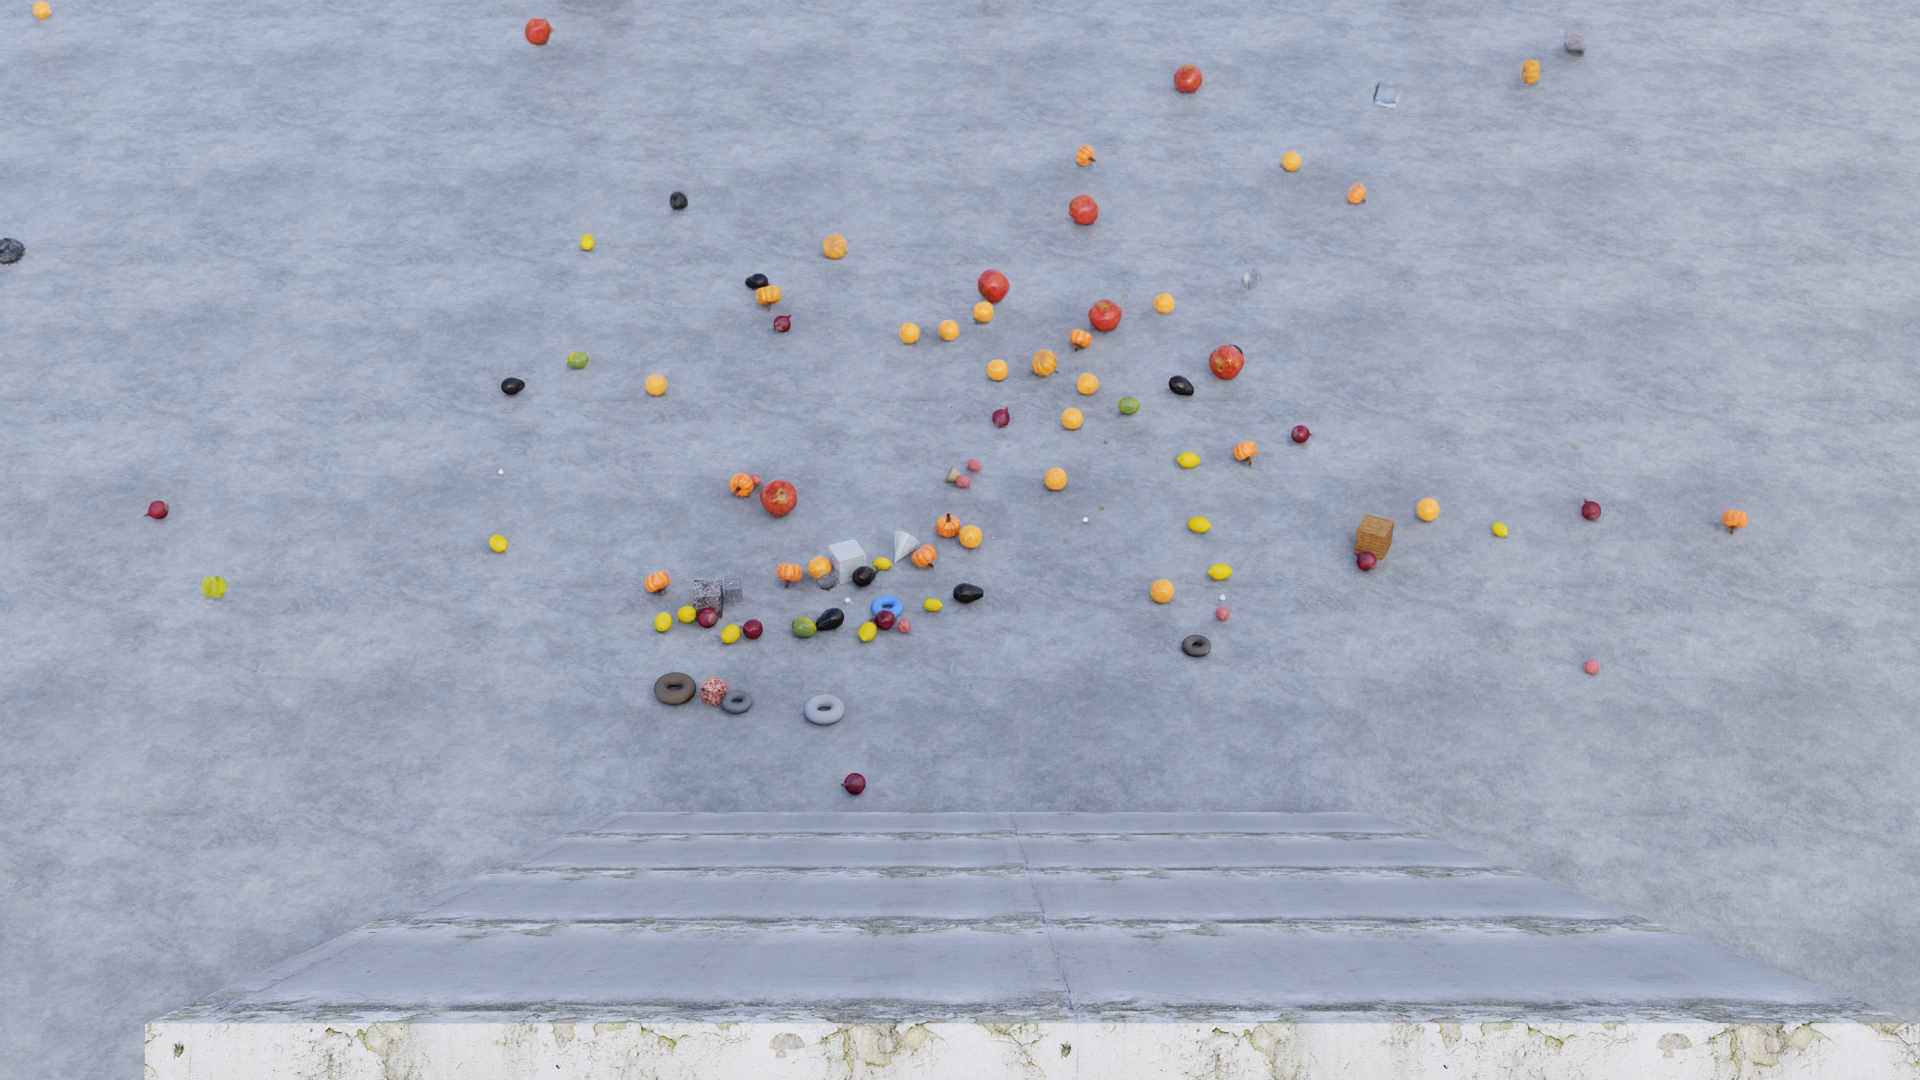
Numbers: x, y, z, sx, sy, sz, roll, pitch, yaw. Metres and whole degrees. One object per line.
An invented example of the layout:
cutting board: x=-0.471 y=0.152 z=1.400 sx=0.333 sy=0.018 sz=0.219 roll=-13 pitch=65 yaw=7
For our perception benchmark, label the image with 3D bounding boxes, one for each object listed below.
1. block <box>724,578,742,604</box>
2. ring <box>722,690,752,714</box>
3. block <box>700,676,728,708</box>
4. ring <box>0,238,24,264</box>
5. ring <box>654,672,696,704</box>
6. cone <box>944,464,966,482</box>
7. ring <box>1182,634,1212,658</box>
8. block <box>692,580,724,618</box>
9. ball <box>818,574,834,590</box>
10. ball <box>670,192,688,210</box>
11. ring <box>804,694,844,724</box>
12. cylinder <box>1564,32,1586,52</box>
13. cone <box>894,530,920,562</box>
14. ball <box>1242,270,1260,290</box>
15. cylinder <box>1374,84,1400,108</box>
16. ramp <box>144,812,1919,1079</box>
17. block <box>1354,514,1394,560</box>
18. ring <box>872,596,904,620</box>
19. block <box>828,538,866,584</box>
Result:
block: x=-0.677 y=0.152 z=7.774 sx=0.051 sy=0.051 sz=0.051 roll=-4 pitch=37 yaw=-6
ring: x=-0.633 y=0.459 z=7.385 sx=0.089 sy=0.030 sz=0.089 roll=1 pitch=37 yaw=-1
block: x=-0.699 y=0.431 z=7.401 sx=0.054 sy=0.054 sz=0.054 roll=23 pitch=43 yaw=27
ring: x=-3.429 y=-1.037 z=9.351 sx=0.131 sy=0.044 sz=0.131 roll=2 pitch=41 yaw=-2
ring: x=-0.813 y=0.423 z=7.424 sx=0.121 sy=0.040 sz=0.121 roll=1 pitch=37 yaw=-1
cone: x=-0.008 y=-0.199 z=8.258 sx=0.060 sy=0.060 sz=0.060 roll=27 pitch=37 yaw=-9
ring: x=0.689 y=0.309 z=7.585 sx=0.087 sy=0.029 sz=0.087 roll=-1 pitch=37 yaw=1
block: x=-0.747 y=0.176 z=7.717 sx=0.082 sy=0.082 sz=0.082 roll=-1 pitch=37 yaw=-1
ball: x=-0.402 y=0.126 z=7.807 sx=0.053 sy=0.053 sz=0.053 roll=0 pitch=37 yaw=0
ball: x=-1.041 y=-1.254 z=9.623 sx=0.068 sy=0.068 sz=0.068 roll=0 pitch=37 yaw=0
ring: x=-0.384 y=0.479 z=7.352 sx=0.115 sy=0.038 sz=0.115 roll=0 pitch=36 yaw=0
cylinder: x=2.520 y=-2.036 z=10.653 sx=0.076 sy=0.076 sz=0.076 roll=7 pitch=38 yaw=9
cone: x=-0.180 y=0.034 z=7.940 sx=0.090 sy=0.090 sz=0.090 roll=19 pitch=68 yaw=23
ball: x=1.028 y=-0.919 z=9.179 sx=0.067 sy=0.067 sz=0.067 roll=0 pitch=37 yaw=0
cylinder: x=1.686 y=-1.753 z=10.270 sx=0.085 sy=0.085 sz=0.085 roll=16 pitch=40 yaw=17
ramp: x=0.081 y=0.685 z=4.929 sx=2.000 sy=0.100 sz=4.000 roll=0 pitch=-3 yaw=0
block: x=1.267 y=-0.009 z=7.955 sx=0.090 sy=0.090 sz=0.090 roll=16 pitch=40 yaw=20
ring: x=-0.216 y=0.200 z=7.727 sx=0.097 sy=0.032 sz=0.097 roll=1 pitch=38 yaw=-1
block: x=-0.341 y=0.065 z=7.861 sx=0.086 sy=0.086 sz=0.086 roll=-16 pitch=40 yaw=-20
